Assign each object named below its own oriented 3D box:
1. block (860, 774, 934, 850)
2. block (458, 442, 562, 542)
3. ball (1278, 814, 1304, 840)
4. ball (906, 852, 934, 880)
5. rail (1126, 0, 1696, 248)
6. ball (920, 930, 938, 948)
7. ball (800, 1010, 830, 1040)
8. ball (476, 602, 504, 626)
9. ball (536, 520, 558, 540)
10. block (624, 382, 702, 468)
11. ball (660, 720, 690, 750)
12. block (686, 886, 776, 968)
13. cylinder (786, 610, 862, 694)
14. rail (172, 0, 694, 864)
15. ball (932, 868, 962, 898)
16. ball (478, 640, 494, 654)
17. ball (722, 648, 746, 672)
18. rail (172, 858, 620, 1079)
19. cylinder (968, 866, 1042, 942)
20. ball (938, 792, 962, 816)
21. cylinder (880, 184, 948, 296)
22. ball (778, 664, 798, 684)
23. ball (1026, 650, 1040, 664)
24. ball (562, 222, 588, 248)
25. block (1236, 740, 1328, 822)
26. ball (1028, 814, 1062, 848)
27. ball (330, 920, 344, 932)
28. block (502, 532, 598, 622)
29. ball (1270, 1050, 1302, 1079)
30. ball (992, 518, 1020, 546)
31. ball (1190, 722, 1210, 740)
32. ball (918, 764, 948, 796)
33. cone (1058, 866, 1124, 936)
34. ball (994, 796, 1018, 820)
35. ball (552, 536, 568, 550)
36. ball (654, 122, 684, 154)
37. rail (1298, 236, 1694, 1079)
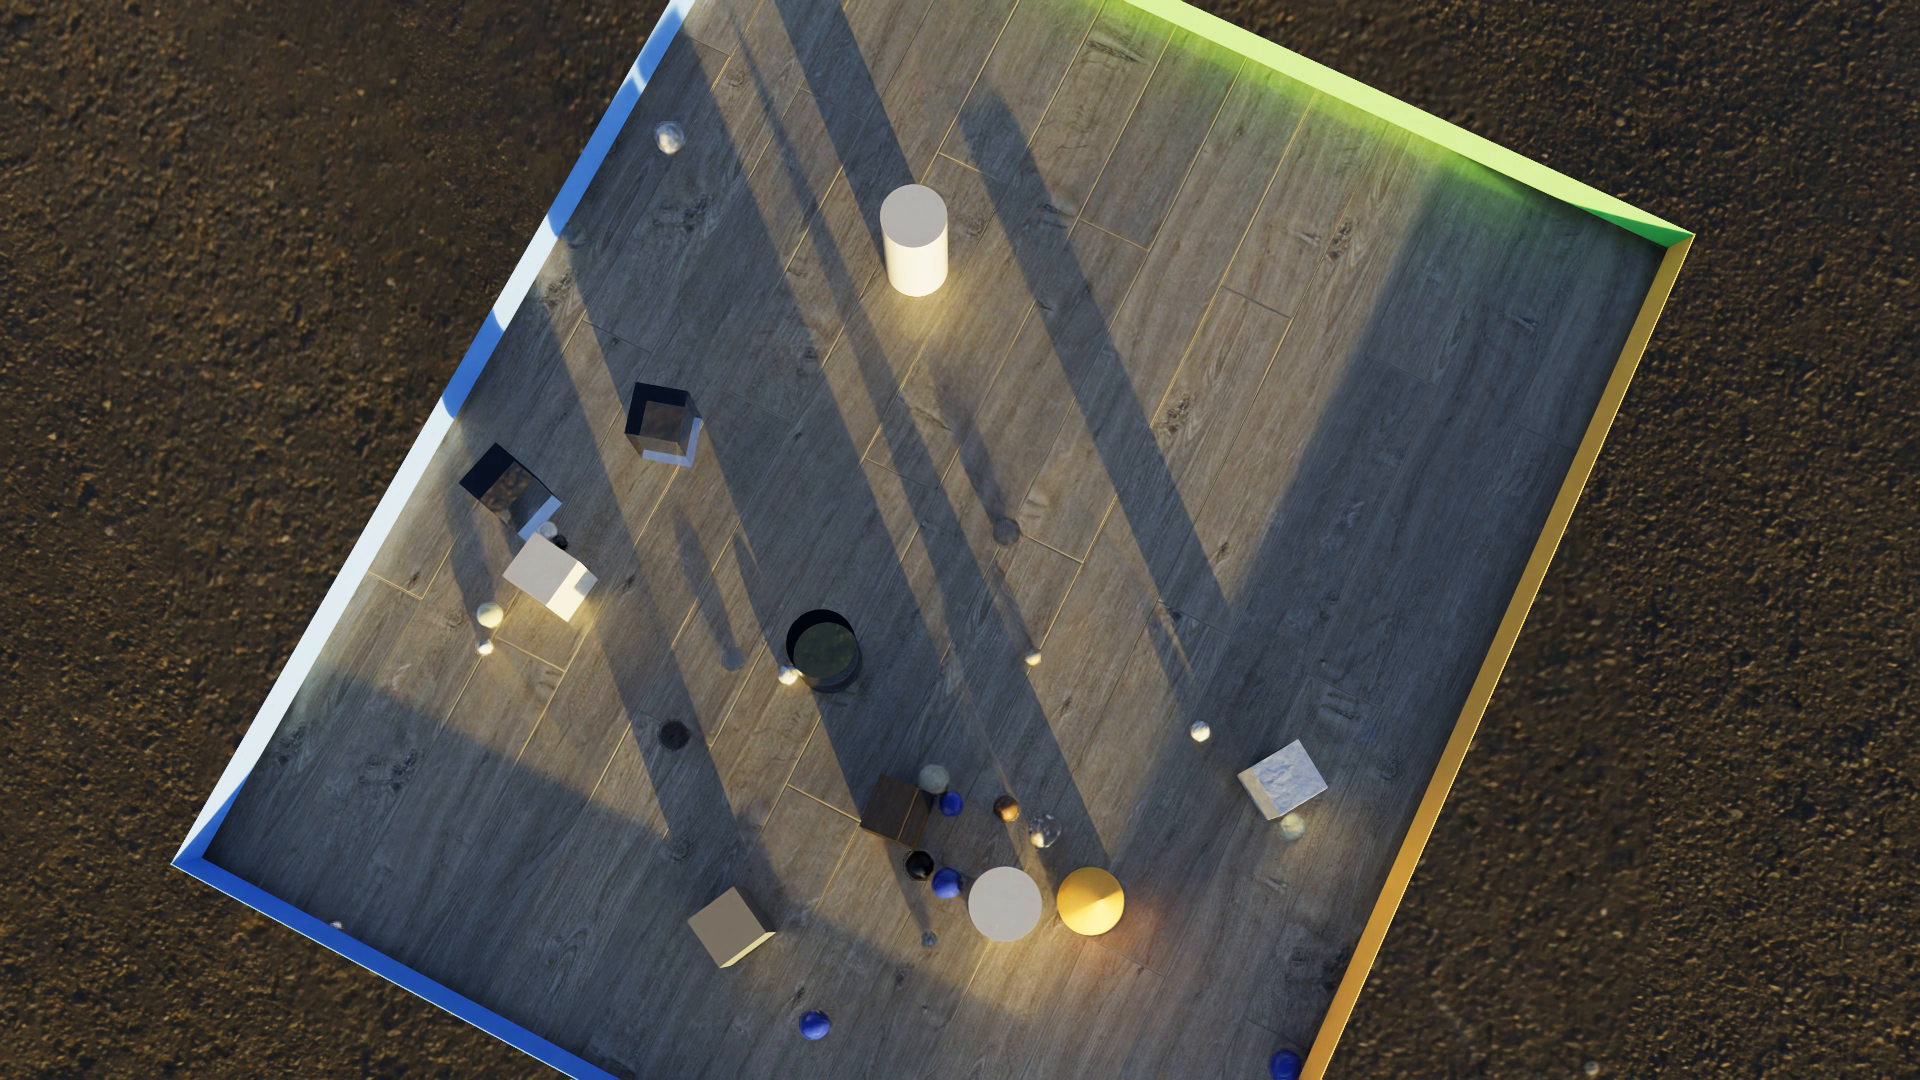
[{"bbox_3d":[-0.179,0.789,5.291,0.159,0.318,0.159,21,79,4],"label":"block"},{"bbox_3d":[-1.335,-0.139,5.463,0.159,0.357,0.159,39,81,7],"label":"block"},{"bbox_3d":[0.978,0.845,5.403,0.075,0.075,0.075,0,78,0],"label":"ball"},{"bbox_3d":[-0.118,0.955,5.377,0.083,0.083,0.083,0,78,0],"label":"ball"},{"bbox_3d":[0.830,-1.619,5.885,3.219,0.129,0.045,26,80,5],"label":"rail"},{"bbox_3d":[-0.091,1.166,5.350,0.050,0.050,0.050,0,78,0],"label":"ball"},{"bbox_3d":[-0.418,1.398,5.284,0.084,0.084,0.084,0,78,0],"label":"ball"},{"bbox_3d":[-1.419,0.223,5.531,0.077,0.077,0.077,0,78,0],"label":"ball"},{"bbox_3d":[-1.260,-0.028,5.592,0.060,0.060,0.060,0,78,0],"label":"ball"},{"bbox_3d":[-0.892,-0.345,5.533,0.159,0.304,0.159,10,78,2],"label":"block"},{"bbox_3d":[-0.848,0.582,5.451,0.088,0.088,0.088,0,78,0],"label":"ball"},{"bbox_3d":[-0.648,1.105,5.236,0.159,0.298,0.159,-36,81,-7],"label":"block"},{"bbox_3d":[-0.394,0.329,5.366,0.198,0.357,0.198,0,78,0],"label":"cylinder"},{"bbox_3d":[-1.418,-0.688,5.692,0.045,0.129,3.761,26,80,5],"label":"rail"},{"bbox_3d":[-0.037,1.003,5.364,0.089,0.089,0.089,0,78,0],"label":"ball"},{"bbox_3d":[-1.432,0.322,5.526,0.046,0.046,0.046,0,78,0],"label":"ball"},{"bbox_3d":[-0.682,0.362,5.506,0.071,0.071,0.071,0,78,0],"label":"ball"},{"bbox_3d":[-0.830,1.633,5.212,3.219,0.129,0.045,26,80,5],"label":"rail"},{"bbox_3d":[0.121,1.027,5.160,0.198,0.478,0.198,0,78,0],"label":"cylinder"},{"bbox_3d":[-0.028,0.779,5.419,0.071,0.071,0.071,0,78,0],"label":"ball"},{"bbox_3d":[-0.136,-0.908,5.587,0.198,0.426,0.198,0,78,0],"label":"cylinder"},{"bbox_3d":[-0.518,0.403,5.503,0.060,0.060,0.060,0,78,0],"label":"ball"},{"bbox_3d":[0.219,0.353,5.520,0.046,0.046,0.046,0,78,0],"label":"ball"},{"bbox_3d":[-1.214,-0.958,5.774,0.080,0.080,0.080,0,78,0],"label":"ball"},{"bbox_3d":[0.933,0.700,5.327,0.159,0.283,0.159,-30,80,-6],"label":"block"},{"bbox_3d":[0.249,0.856,5.389,0.099,0.099,0.099,0,78,0],"label":"ball"},{"bbox_3d":[-1.825,1.135,5.361,0.041,0.041,0.041,0,78,0],"label":"ball"},{"bbox_3d":[-1.215,0.112,5.445,0.159,0.291,0.159,33,80,6],"label":"block"},{"bbox_3d":[0.936,1.509,5.258,0.091,0.091,0.091,0,78,0],"label":"ball"},{"bbox_3d":[0.141,-0.023,5.576,0.088,0.088,0.088,0,78,0],"label":"ball"},{"bbox_3d":[0.717,0.570,5.469,0.058,0.058,0.058,0,78,0],"label":"ball"},{"bbox_3d":[-0.079,0.709,5.422,0.093,0.093,0.093,0,78,0],"label":"ball"},{"bbox_3d":[0.385,1.022,5.200,0.198,0.402,0.198,0,78,0],"label":"cone"},{"bbox_3d":[0.135,0.791,5.415,0.074,0.074,0.074,0,78,0],"label":"ball"},{"bbox_3d":[-1.219,0.011,5.590,0.047,0.047,0.047,0,78,0],"label":"ball"},{"bbox_3d":[-0.925,-1.279,5.833,0.095,0.095,0.095,0,78,0],"label":"ball"},{"bbox_3d":[1.418,0.701,5.405,0.045,0.129,3.761,26,80,5],"label":"rail"}]
